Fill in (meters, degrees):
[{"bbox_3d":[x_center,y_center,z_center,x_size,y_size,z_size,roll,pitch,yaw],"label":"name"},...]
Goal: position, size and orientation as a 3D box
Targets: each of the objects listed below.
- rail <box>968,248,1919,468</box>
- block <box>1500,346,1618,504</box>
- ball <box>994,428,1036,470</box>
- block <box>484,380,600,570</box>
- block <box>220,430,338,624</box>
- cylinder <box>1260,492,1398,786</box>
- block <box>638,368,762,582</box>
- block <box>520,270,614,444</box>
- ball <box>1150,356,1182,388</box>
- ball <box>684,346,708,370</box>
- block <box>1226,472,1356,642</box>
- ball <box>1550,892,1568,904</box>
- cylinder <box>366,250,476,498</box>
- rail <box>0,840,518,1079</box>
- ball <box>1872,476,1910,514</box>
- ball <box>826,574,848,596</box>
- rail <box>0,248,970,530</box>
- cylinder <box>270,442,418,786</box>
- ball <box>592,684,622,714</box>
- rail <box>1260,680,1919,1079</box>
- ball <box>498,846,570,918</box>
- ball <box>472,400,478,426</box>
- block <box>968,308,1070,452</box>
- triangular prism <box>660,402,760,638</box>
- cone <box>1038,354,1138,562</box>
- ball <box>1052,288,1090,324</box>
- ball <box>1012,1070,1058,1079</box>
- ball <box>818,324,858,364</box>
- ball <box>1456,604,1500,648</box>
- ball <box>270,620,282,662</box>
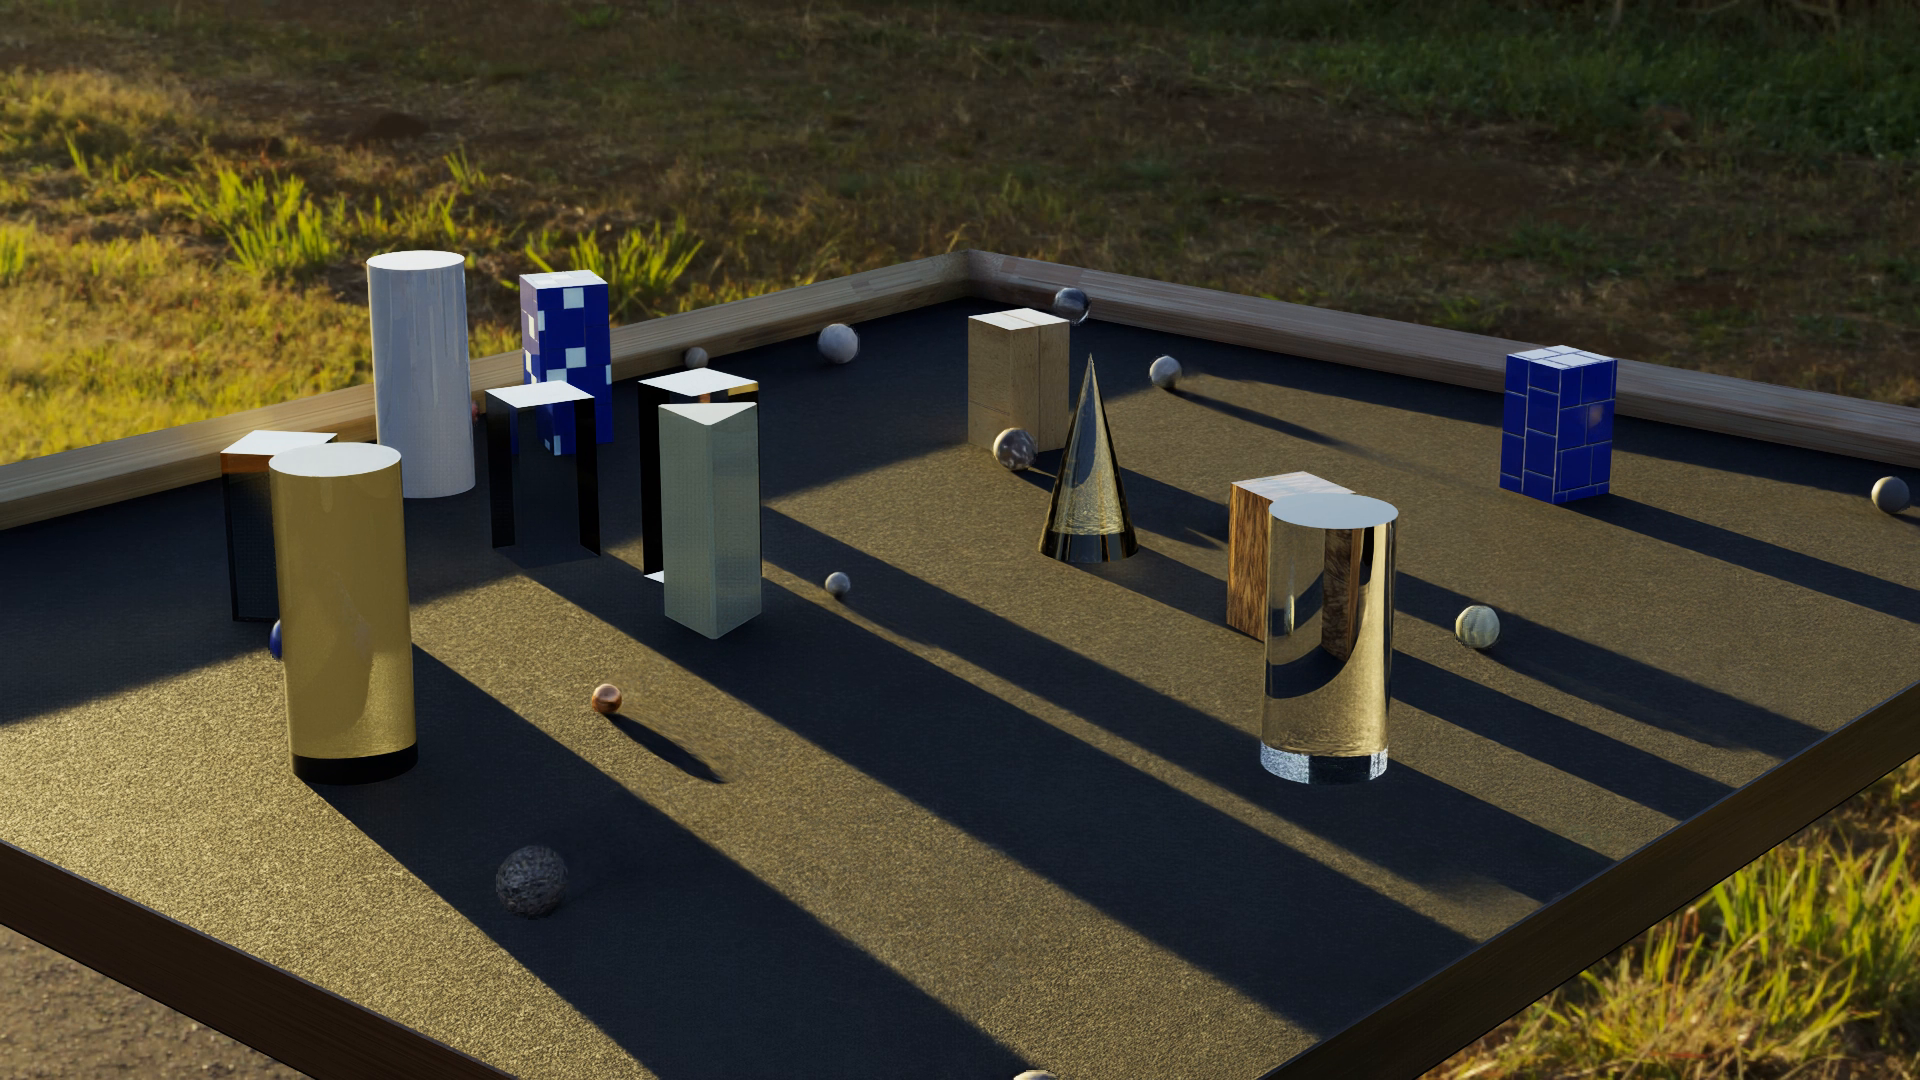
[{"bbox_3d":[1.215,-0.375,6.460,3.205,0.121,0.045,14,22,39],"label":"rail"},{"bbox_3d":[1.167,-0.226,5.720,0.149,0.267,0.149,-11,20,-33],"label":"block"},{"bbox_3d":[0.110,-0.183,5.894,0.084,0.084,0.084,0,17,0],"label":"ball"},{"bbox_3d":[-0.756,-0.120,5.314,0.149,0.299,0.149,-10,19,-29],"label":"block"},{"bbox_3d":[-1.149,-0.022,4.994,0.149,0.296,0.149,3,17,9],"label":"block"},{"bbox_3d":[0.539,0.143,4.289,0.186,0.388,0.186,0,17,0],"label":"cylinder"},{"bbox_3d":[-0.458,-0.106,5.169,0.149,0.356,0.149,-16,23,-42],"label":"block"},{"bbox_3d":[-0.818,-0.377,6.097,0.149,0.337,0.149,-7,18,-21],"label":"block"},{"bbox_3d":[0.460,-0.374,6.546,0.072,0.072,0.072,0,17,0],"label":"ball"},{"bbox_3d":[-0.603,-0.415,6.708,0.055,0.055,0.055,0,17,0],"label":"ball"},{"bbox_3d":[0.552,0.031,4.904,0.149,0.247,0.149,-9,19,-28],"label":"block"},{"bbox_3d":[0.780,0.480,3.743,0.060,0.060,0.060,0,17,0],"label":"ball"},{"bbox_3d":[-1.051,-0.324,5.726,0.186,0.451,0.186,0,17,0],"label":"cylinder"},{"bbox_3d":[-1.215,0.435,3.782,3.205,0.121,0.045,14,22,39],"label":"rail"},{"bbox_3d":[1.777,-0.086,5.598,0.070,0.070,0.070,0,17,0],"label":"ball"},{"bbox_3d":[-0.214,0.079,5.103,0.041,0.041,0.041,0,17,0],"label":"ball"},{"bbox_3d":[-1.192,-0.269,6.112,0.045,0.121,3.753,14,22,39],"label":"rail"},{"bbox_3d":[-0.897,0.107,4.277,0.186,0.465,0.186,0,17,0],"label":"cylinder"},{"bbox_3d":[-0.547,0.246,4.542,0.046,0.046,0.046,0,17,0],"label":"ball"},{"bbox_3d":[1.192,0.330,4.130,0.045,0.121,3.753,14,22,39],"label":"rail"},{"bbox_3d":[-0.554,0.443,3.809,0.092,0.092,0.092,0,17,0],"label":"ball"},{"bbox_3d":[-1.053,-0.268,6.199,0.071,0.071,0.071,0,17,0],"label":"ball"},{"bbox_3d":[0.121,-0.326,6.050,0.149,0.267,0.149,-11,20,-33],"label":"block"},{"bbox_3d":[-0.399,-0.042,4.935,0.140,0.369,0.161,-12,20,-34],"label":"triangular prism"},{"bbox_3d":[0.235,-0.162,5.333,0.186,0.368,0.186,0,17,0],"label":"cone"},{"bbox_3d":[0.272,-0.571,7.164,0.091,0.091,0.091,0,17,0],"label":"ball"},{"bbox_3d":[0.083,0.625,3.232,0.078,0.078,0.078,0,17,0],"label":"ball"},{"bbox_3d":[-0.282,-0.453,6.769,0.093,0.093,0.093,0,17,0],"label":"ball"},{"bbox_3d":[0.854,0.143,4.836,0.072,0.072,0.072,0,17,0],"label":"ball"},{"bbox_3d":[-1.077,0.162,4.754,0.083,0.083,0.083,0,17,0],"label":"ball"}]
